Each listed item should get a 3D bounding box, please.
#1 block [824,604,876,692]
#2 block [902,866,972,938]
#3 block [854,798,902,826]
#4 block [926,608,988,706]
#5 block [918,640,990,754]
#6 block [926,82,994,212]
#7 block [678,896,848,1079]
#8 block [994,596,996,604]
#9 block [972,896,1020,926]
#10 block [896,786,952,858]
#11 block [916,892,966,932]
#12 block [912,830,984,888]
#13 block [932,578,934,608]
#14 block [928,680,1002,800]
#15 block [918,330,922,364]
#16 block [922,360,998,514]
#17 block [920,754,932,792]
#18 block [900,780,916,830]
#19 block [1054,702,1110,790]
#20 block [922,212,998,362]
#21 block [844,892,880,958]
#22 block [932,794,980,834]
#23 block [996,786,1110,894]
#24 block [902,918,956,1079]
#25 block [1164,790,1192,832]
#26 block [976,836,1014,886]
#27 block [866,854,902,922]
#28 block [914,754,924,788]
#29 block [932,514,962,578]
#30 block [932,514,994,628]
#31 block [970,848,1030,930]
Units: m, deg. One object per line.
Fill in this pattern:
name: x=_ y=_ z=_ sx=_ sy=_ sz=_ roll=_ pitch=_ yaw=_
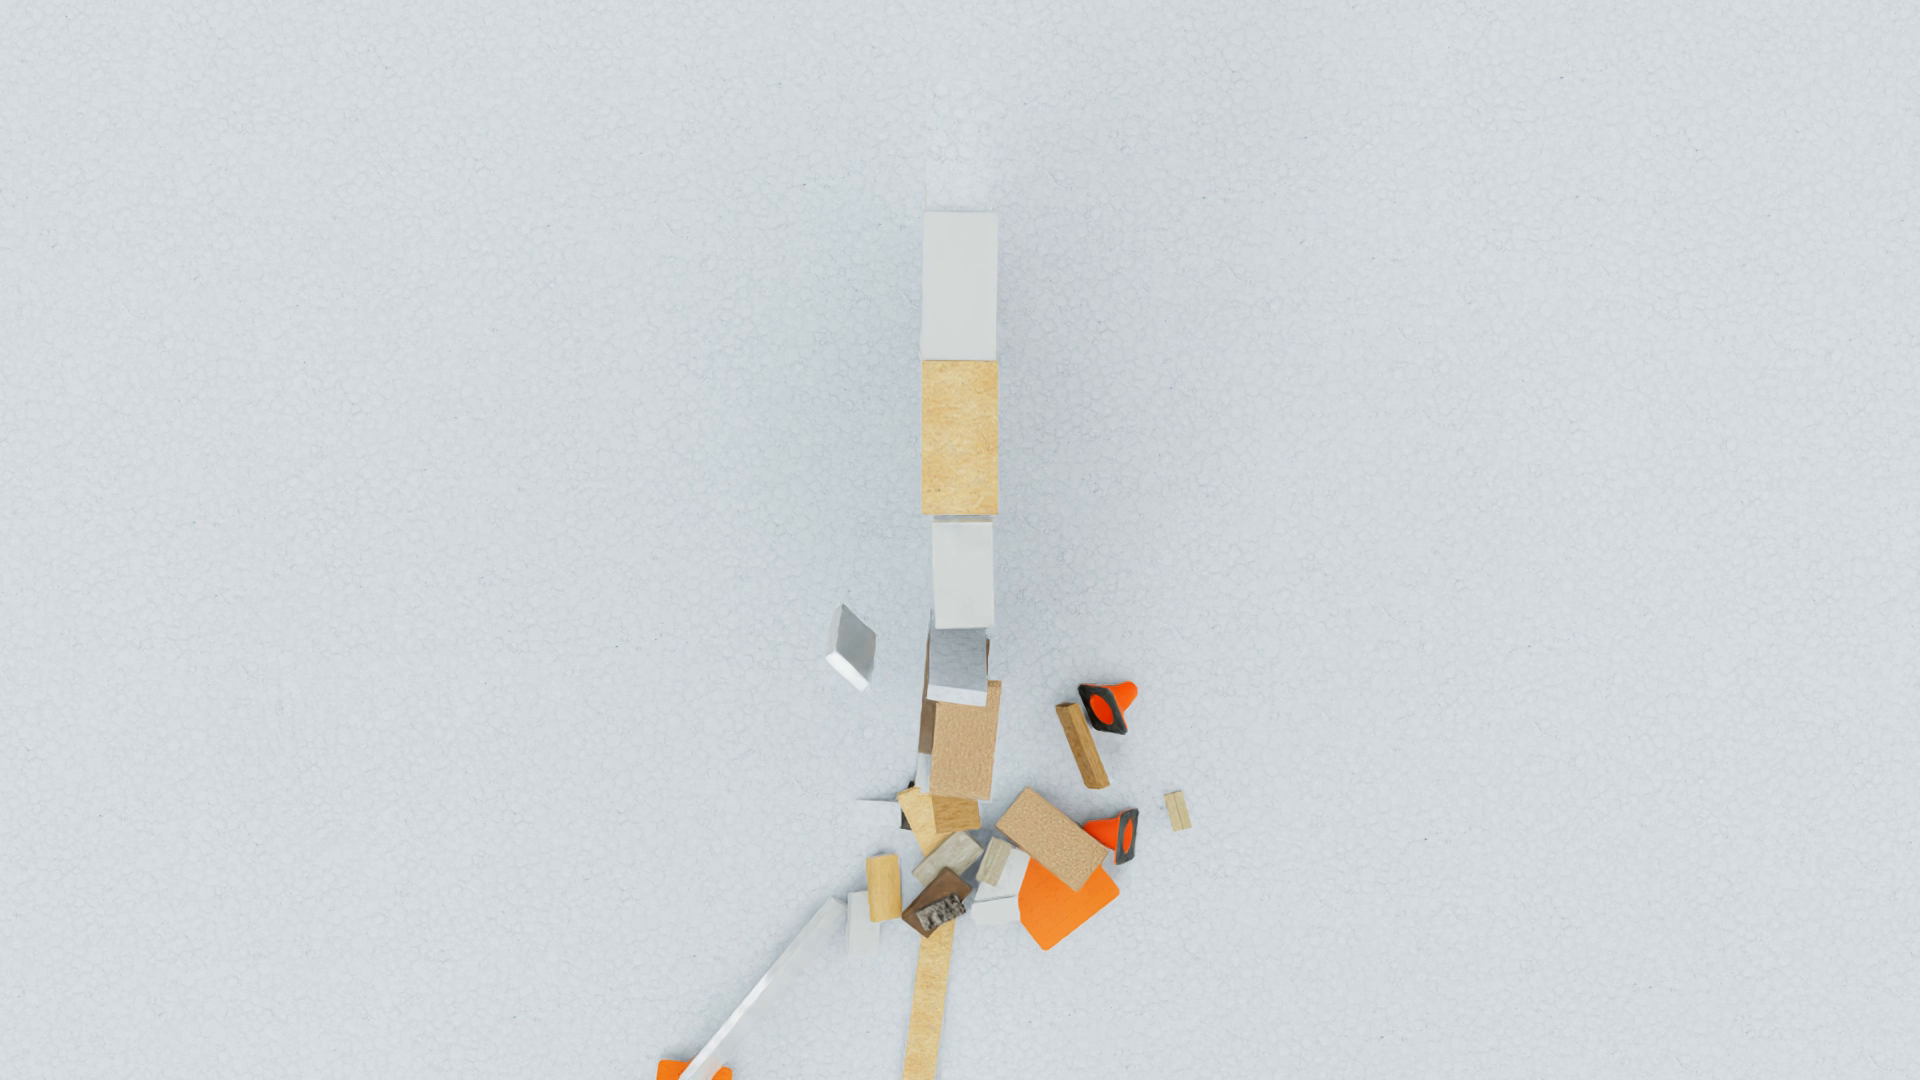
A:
block: x=-0.311 y=0.306 z=4.727 sx=0.041 sy=0.290 sz=0.145 roll=-40 pitch=108 yaw=17
block: x=-0.077 y=1.192 z=5.425 sx=0.113 sy=0.032 sz=0.227 roll=40 pitch=100 yaw=-10
block: x=-0.271 y=0.905 z=5.477 sx=0.158 sy=0.022 sz=0.079 roll=2 pitch=89 yaw=8
block: x=-0.008 y=0.295 z=4.225 sx=0.145 sy=0.405 sz=0.041 roll=8 pitch=115 yaw=-4
block: x=-0.018 y=0.426 z=4.481 sx=0.168 sy=0.048 sz=0.336 roll=5 pitch=110 yaw=0
block: x=0.000 y=-0.878 z=3.712 sx=0.148 sy=0.042 sz=0.296 roll=0 pitch=90 yaw=0
block: x=-0.675 y=1.537 z=5.418 sx=0.032 sy=0.113 sz=0.885 roll=38 pitch=86 yaw=35
block: x=0.008 y=0.155 z=4.117 sx=0.140 sy=0.338 sz=0.040 roll=3 pitch=88 yaw=-2
block: x=0.119 y=1.213 z=5.394 sx=0.148 sy=0.021 sz=0.074 roll=-10 pitch=88 yaw=1
block: x=-0.097 y=0.932 z=5.448 sx=0.129 sy=0.036 sz=0.257 roll=-23 pitch=99 yaw=8
block: x=-0.063 y=1.218 z=5.405 sx=0.148 sy=0.021 sz=0.074 roll=-26 pitch=104 yaw=5
block: x=-0.039 y=1.058 z=5.432 sx=0.113 sy=0.032 sz=0.227 roll=44 pitch=99 yaw=-5
block: x=-0.001 y=0.079 z=4.488 sx=0.146 sy=0.041 sz=0.292 roll=0 pitch=90 yaw=0
block: x=0.014 y=0.536 z=4.463 sx=0.168 sy=0.048 sz=0.336 roll=6 pitch=109 yaw=1
block: x=-0.010 y=-0.437 z=3.855 sx=0.163 sy=0.327 sz=0.046 roll=6 pitch=90 yaw=0
block: x=0.000 y=-0.226 z=3.657 sx=0.168 sy=0.048 sz=0.337 roll=0 pitch=90 yaw=0
block: x=-0.033 y=0.575 z=4.581 sx=0.130 sy=0.037 sz=0.259 roll=5 pitch=89 yaw=0
block: x=-0.145 y=0.888 z=5.489 sx=0.079 sy=0.022 sz=0.158 roll=12 pitch=90 yaw=0
block: x=0.402 y=0.675 z=5.425 sx=0.041 sy=0.145 sz=0.290 roll=-21 pitch=90 yaw=-14
block: x=0.000 y=-0.561 z=3.668 sx=0.163 sy=0.046 sz=0.327 roll=1 pitch=90 yaw=0
block: x=-0.320 y=1.272 z=5.464 sx=0.105 sy=0.030 sz=0.210 roll=4 pitch=90 yaw=-26
block: x=-0.021 y=0.708 z=4.746 sx=0.129 sy=0.036 sz=0.257 roll=-8 pitch=89 yaw=0
block: x=0.302 y=0.979 z=5.398 sx=0.338 sy=0.048 sz=0.168 roll=37 pitch=76 yaw=15
block: x=-0.149 y=1.865 z=5.485 sx=0.105 sy=0.030 sz=1.495 roll=8 pitch=90 yaw=0
block: x=0.725 y=0.903 z=5.491 sx=0.063 sy=0.018 sz=0.126 roll=-15 pitch=90 yaw=0
block: x=0.112 y=1.053 z=5.400 sx=0.074 sy=0.021 sz=0.148 roll=22 pitch=89 yaw=2
block: x=-0.251 y=1.151 z=5.462 sx=0.105 sy=0.030 sz=0.210 roll=-4 pitch=90 yaw=-28
block: x=-0.030 y=0.569 z=4.789 sx=0.157 sy=0.045 sz=0.315 roll=9 pitch=90 yaw=0
block: x=-0.001 y=-0.048 z=4.162 sx=0.142 sy=0.040 sz=0.284 roll=0 pitch=89 yaw=0
block: x=0.008 y=0.075 z=3.876 sx=0.140 sy=0.040 sz=0.280 roll=-1 pitch=117 yaw=0
block: x=0.132 y=1.135 z=5.426 sx=0.129 sy=0.036 sz=0.257 roll=18 pitch=89 yaw=2
